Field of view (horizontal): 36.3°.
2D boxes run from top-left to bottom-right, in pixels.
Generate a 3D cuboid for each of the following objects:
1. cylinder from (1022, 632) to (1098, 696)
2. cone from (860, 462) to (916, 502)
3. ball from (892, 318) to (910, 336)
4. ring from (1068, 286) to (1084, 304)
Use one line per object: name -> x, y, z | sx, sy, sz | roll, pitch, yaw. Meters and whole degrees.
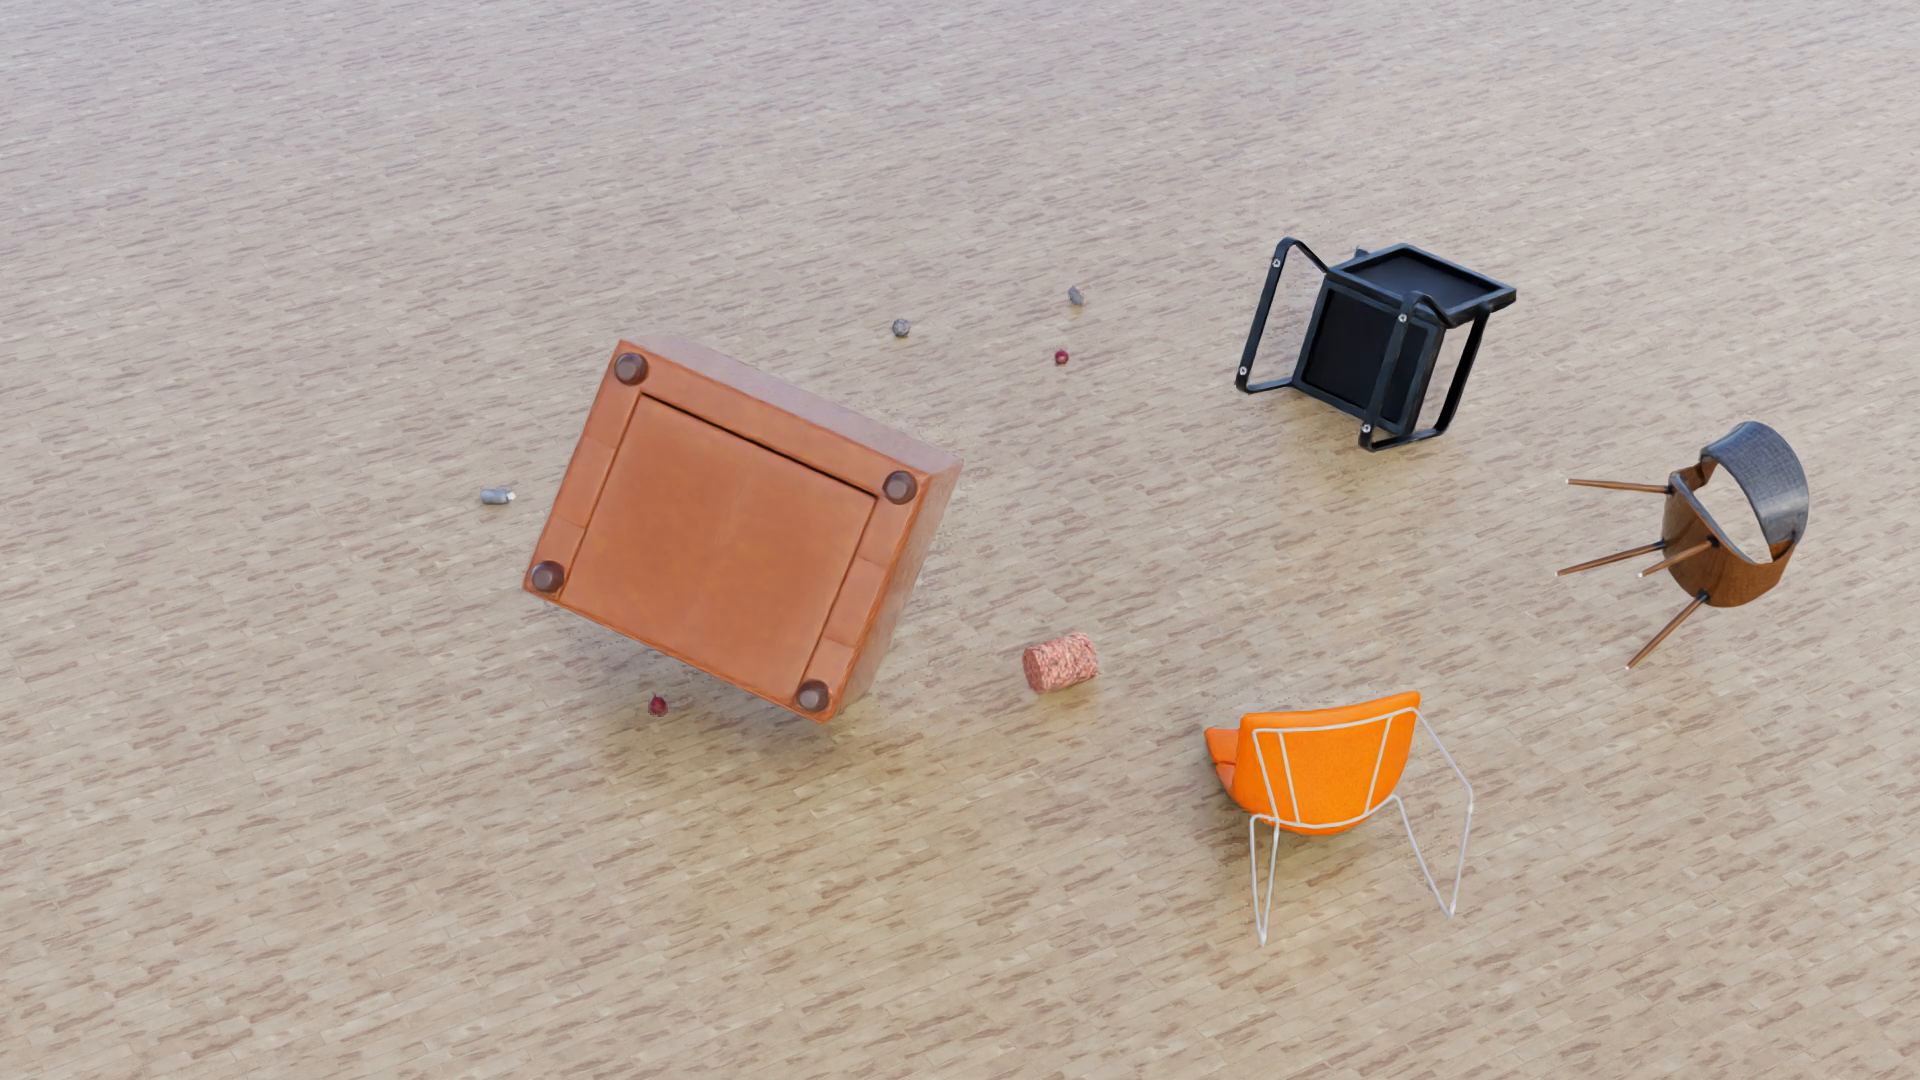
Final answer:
cylinder -> 0.348, 0.427, 10.150 | 0.218, 0.167, 0.136 | -17, 8, -23
cone -> -0.252, -0.200, 11.196 | 0.211, 0.108, 0.167 | 32, 20, 16
ball -> -0.244, -0.888, 12.225 | 0.074, 0.074, 0.074 | 0, 33, 0
ring -> 0.492, -1.041, 12.445 | 0.037, 0.083, 0.107 | -33, -7, 7
